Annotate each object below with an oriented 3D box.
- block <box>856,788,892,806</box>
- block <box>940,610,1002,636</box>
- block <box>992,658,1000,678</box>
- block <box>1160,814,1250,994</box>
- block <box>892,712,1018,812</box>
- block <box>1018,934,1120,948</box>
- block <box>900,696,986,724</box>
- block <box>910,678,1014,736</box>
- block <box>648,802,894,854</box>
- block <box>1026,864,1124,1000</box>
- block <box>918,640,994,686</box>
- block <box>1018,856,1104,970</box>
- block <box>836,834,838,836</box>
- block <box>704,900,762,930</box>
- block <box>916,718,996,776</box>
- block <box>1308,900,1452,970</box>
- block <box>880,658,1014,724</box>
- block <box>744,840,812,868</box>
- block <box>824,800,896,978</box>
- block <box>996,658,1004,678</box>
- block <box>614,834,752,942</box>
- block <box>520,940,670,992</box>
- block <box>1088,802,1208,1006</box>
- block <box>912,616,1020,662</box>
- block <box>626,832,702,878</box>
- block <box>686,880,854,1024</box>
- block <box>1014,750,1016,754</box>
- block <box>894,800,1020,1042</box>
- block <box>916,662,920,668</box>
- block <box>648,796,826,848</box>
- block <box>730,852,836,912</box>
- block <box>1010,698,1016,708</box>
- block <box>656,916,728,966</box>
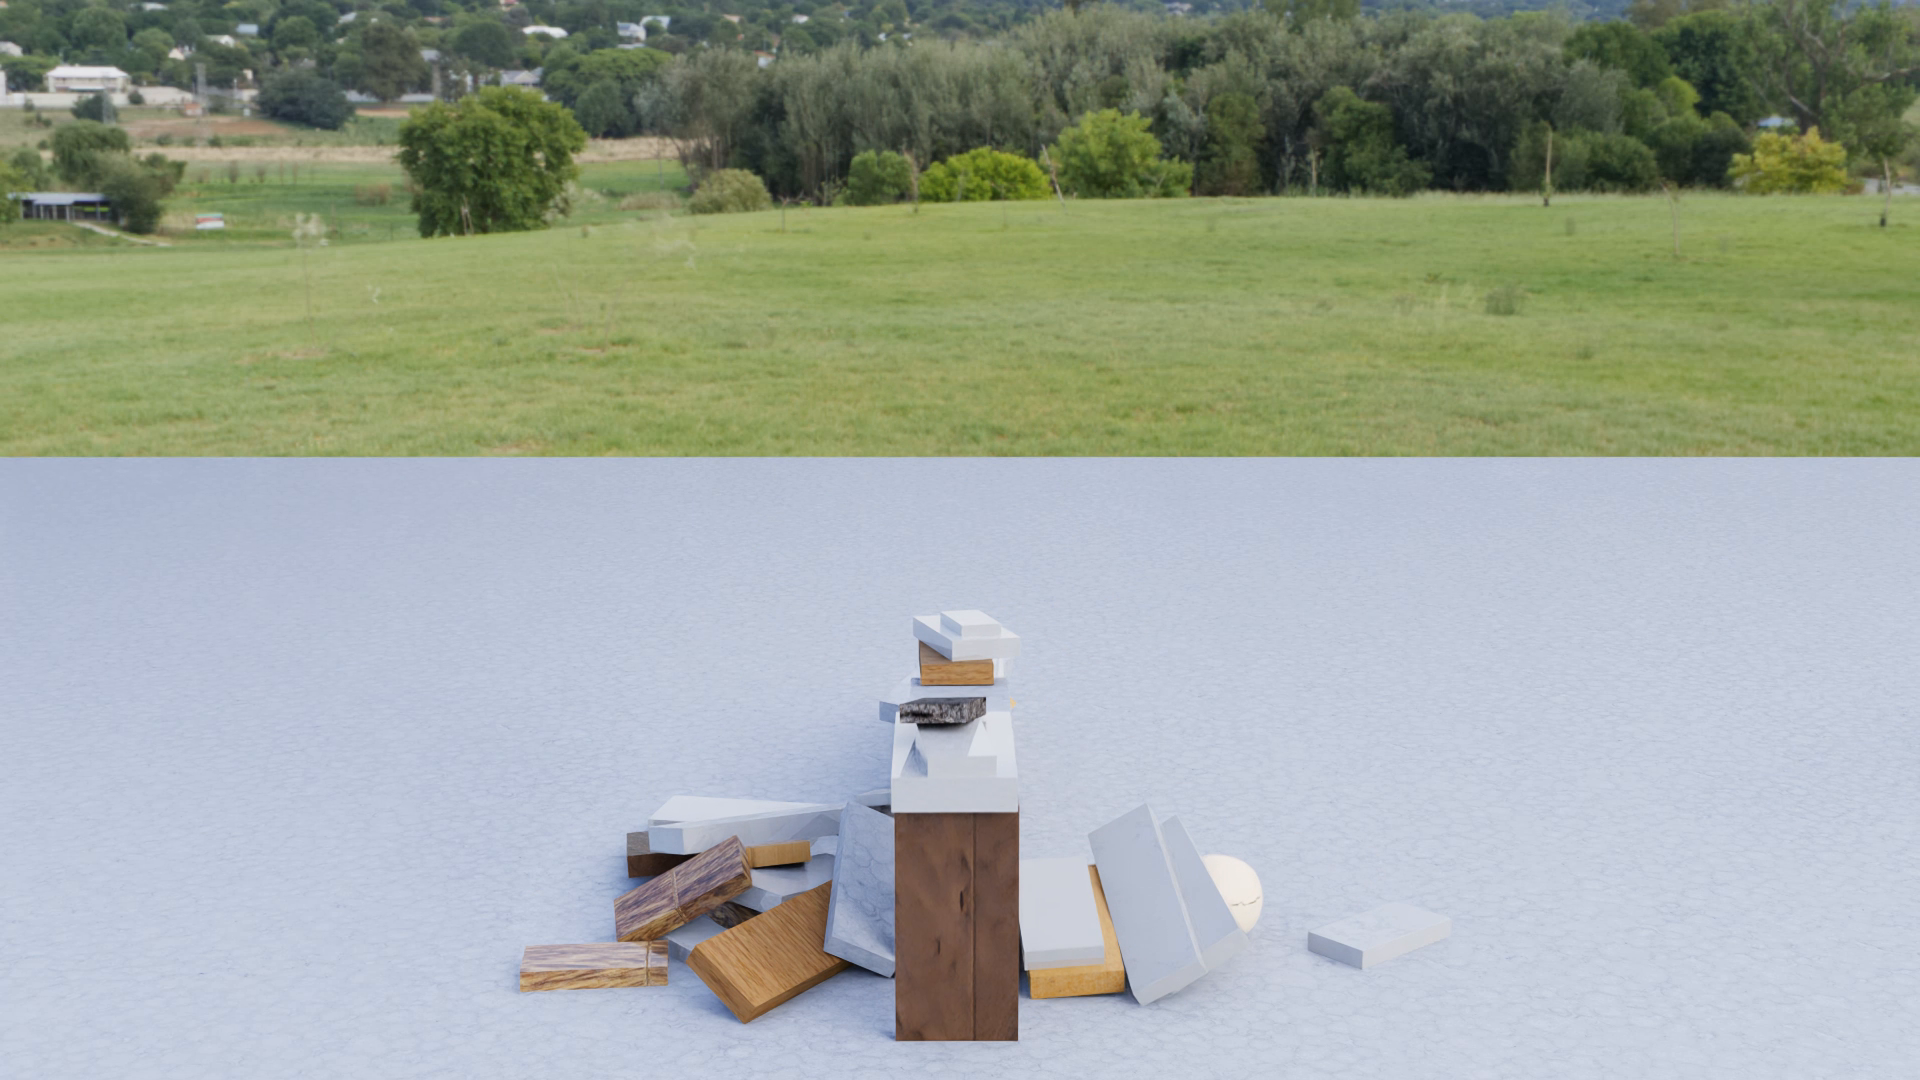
[{"bbox_3d":[-0.124,0.432,3.698,0.068,0.019,0.136,-6,-3,11],"label":"block"},{"bbox_3d":[0.017,0.140,3.701,0.068,0.019,0.136,-2,9,-15],"label":"block"},{"bbox_3d":[0.009,0.229,3.739,0.099,0.028,0.199,1,11,6],"label":"block"},{"bbox_3d":[0.327,0.551,3.356,0.138,0.039,0.301,-34,29,4],"label":"block"},{"bbox_3d":[-0.009,0.314,3.145,0.171,0.049,0.343,0,11,-1],"label":"block"},{"bbox_3d":[0.149,0.602,3.499,0.138,0.039,0.275,-7,13,-33],"label":"block"},{"bbox_3d":[-0.023,0.246,3.187,0.095,0.027,0.189,-2,-1,10],"label":"block"},{"bbox_3d":[0.000,0.278,3.479,0.159,0.045,0.319,0,10,-1],"label":"block"},{"bbox_3d":[-0.302,0.476,3.658,0.401,0.042,0.147,-3,-4,-30],"label":"block"},{"bbox_3d":[0.162,0.591,3.341,0.138,0.039,0.275,-4,26,-3],"label":"block"},{"bbox_3d":[-0.008,0.202,3.688,0.118,0.033,0.236,0,8,-2],"label":"block"},{"bbox_3d":[0.145,0.561,3.322,0.118,0.033,0.236,-4,26,-2],"label":"block"},{"bbox_3d":[-0.141,0.530,3.939,0.068,0.019,0.178,-10,15,-44],"label":"block"},{"bbox_3d":[-0.332,0.587,3.573,0.147,0.042,0.294,-6,12,-28],"label":"block"},{"bbox_3d":[-0.007,0.289,3.072,0.095,0.027,0.189,-1,11,-6],"label":"block"},{"bbox_3d":[0.657,0.617,3.441,0.216,0.031,0.108,-9,14,-40],"label":"block"},{"bbox_3d":[-0.024,0.286,4.278,0.147,0.042,0.293,11,25,23],"label":"block"},{"bbox_3d":[-0.321,0.513,3.628,0.111,0.031,0.222,-4,-3,-14],"label":"block"},{"bbox_3d":[-0.142,0.540,3.441,0.111,0.031,0.354,24,26,-11],"label":"block"},{"bbox_3d":[0.005,0.249,3.819,0.143,0.040,0.285,0,11,0],"label":"block"},{"bbox_3d":[-0.434,0.553,3.436,0.222,0.031,0.111,-28,27,2],"label":"block"},{"bbox_3d":[-0.548,0.641,3.312,0.216,0.031,0.108,-1,11,-6],"label":"block"},{"bbox_3d":[0.280,0.547,3.338,0.108,0.031,0.375,-30,30,9],"label":"block"},{"bbox_3d":[0.009,0.163,3.722,0.118,0.033,0.236,-3,9,-17],"label":"block"},{"bbox_3d":[-0.503,0.531,3.755,0.128,0.036,0.256,-5,2,-9],"label":"block"},{"bbox_3d":[-0.209,0.597,3.353,0.128,0.036,0.501,42,28,20],"label":"block"},{"bbox_3d":[-0.003,0.486,3.289,0.171,0.343,0.049,0,11,0],"label":"block"},{"bbox_3d":[-0.004,0.528,3.066,0.171,0.343,0.049,0,10,0],"label":"block"},{"bbox_3d":[-0.006,0.329,4.282,0.147,0.042,0.330,-1,23,-3],"label":"block"},{"bbox_3d":[-0.399,0.511,3.978,0.294,0.042,0.147,2,11,11],"label":"block"},{"bbox_3d":[-0.251,0.552,3.527,0.128,0.036,0.256,12,8,36],"label":"block"},{"bbox_3d":[0.022,0.327,4.137,0.099,0.028,0.199,40,33,6],"label":"block"},{"bbox_3d":[-0.417,0.622,3.426,0.095,0.027,0.189,-8,13,-38],"label":"block"}]
